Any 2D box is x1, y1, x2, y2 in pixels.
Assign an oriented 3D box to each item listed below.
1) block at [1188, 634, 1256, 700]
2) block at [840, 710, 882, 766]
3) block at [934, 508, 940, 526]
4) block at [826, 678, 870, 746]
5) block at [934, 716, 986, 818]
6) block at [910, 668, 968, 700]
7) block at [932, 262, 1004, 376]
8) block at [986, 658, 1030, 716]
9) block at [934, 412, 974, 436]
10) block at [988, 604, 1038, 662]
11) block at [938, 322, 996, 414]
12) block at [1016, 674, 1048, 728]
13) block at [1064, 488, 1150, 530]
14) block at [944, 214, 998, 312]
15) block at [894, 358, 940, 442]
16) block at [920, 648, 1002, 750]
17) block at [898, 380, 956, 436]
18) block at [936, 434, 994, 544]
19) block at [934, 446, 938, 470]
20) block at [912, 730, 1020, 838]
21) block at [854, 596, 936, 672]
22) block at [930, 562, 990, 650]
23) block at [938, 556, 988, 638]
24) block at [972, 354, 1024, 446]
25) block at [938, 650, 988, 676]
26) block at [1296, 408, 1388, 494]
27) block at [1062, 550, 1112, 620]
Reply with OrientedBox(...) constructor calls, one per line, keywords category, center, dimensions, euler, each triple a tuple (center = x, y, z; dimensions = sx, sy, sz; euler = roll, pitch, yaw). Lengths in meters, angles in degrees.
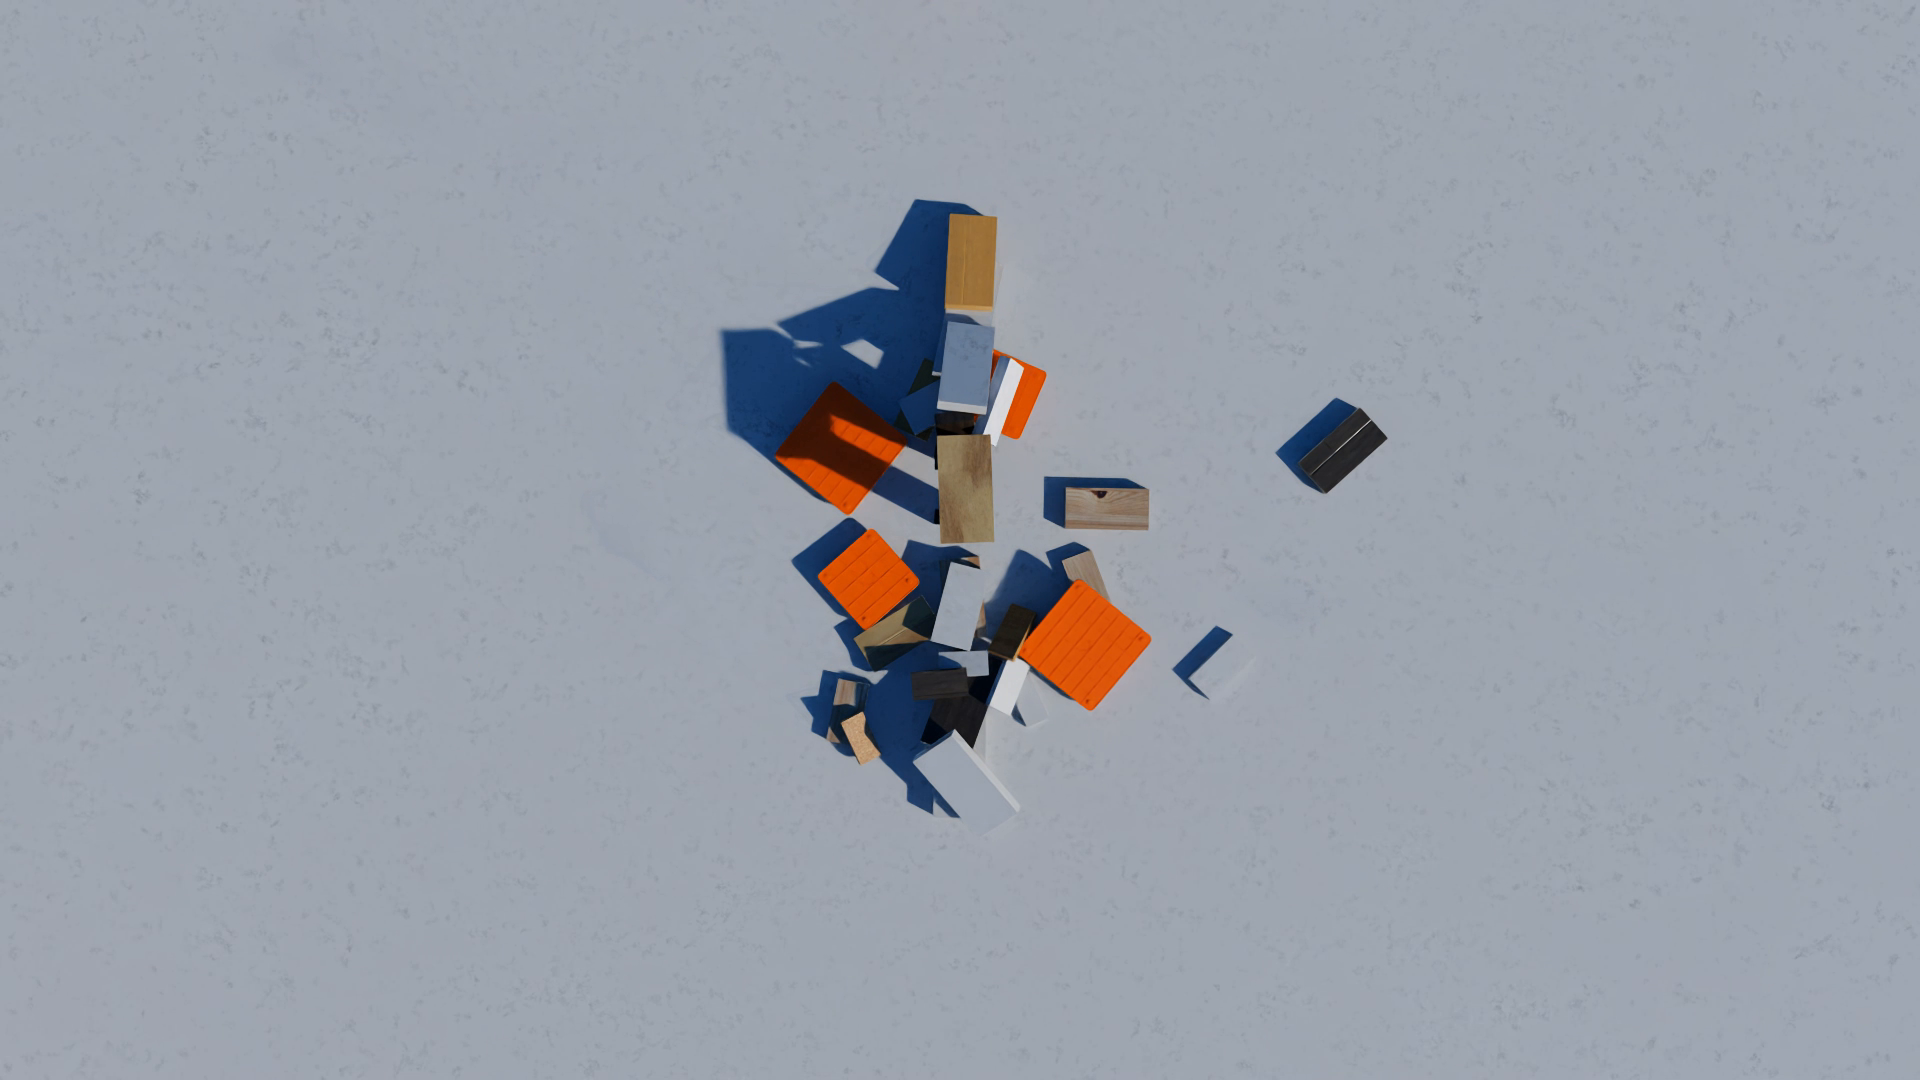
OrientedBox(category="block", center=(0.870, 0.423, 5.485), dimensions=(0.209, 0.030, 0.104), euler=(-45, 90, 0))
OrientedBox(category="block", center=(-0.329, 0.656, 5.461), dimensions=(0.081, 0.023, 0.162), euler=(-27, 103, -16))
OrientedBox(category="block", center=(0.003, -0.068, 5.333), dimensions=(0.167, 0.335, 0.047), euler=(4, 90, 0))
OrientedBox(category="block", center=(-0.373, 0.573, 5.485), dimensions=(0.104, 0.030, 0.209), euler=(11, 90, 0))
OrientedBox(category="block", center=(-0.001, 0.749, 5.476), dimensions=(0.170, 0.048, 0.340), euler=(1, 90, 0))
OrientedBox(category="block", center=(-0.066, 0.471, 5.397), dimensions=(0.183, 0.026, 0.091), euler=(-5, 98, 0))
OrientedBox(category="block", center=(0.028, -0.727, 5.435), dimensions=(0.157, 0.044, 0.413), euler=(12, 78, 0))
OrientedBox(category="block", center=(0.158, 0.476, 5.434), dimensions=(0.091, 0.026, 0.183), euler=(30, 76, -29))
OrientedBox(category="block", center=(-0.015, -0.367, 5.375), dimensions=(0.124, 0.248, 0.035), euler=(-8, 78, 0))
OrientedBox(category="block", center=(0.174, 0.305, 5.441), dimensions=(0.091, 0.026, 0.183), euler=(20, 68, 22))
OrientedBox(category="block", center=(0.021, -0.555, 5.307), dimensions=(0.157, 0.044, 0.314), euler=(7, 61, -1))
OrientedBox(category="block", center=(0.226, 0.533, 5.489), dimensions=(0.081, 0.023, 0.162), euler=(-24, 90, 0))
OrientedBox(category="block", center=(0.488, -0.103, 5.480), dimensions=(0.275, 0.039, 0.138), euler=(1, 90, 0))
OrientedBox(category="block", center=(0.036, -0.913, 5.429), dimensions=(0.157, 0.044, 0.314), euler=(3, 78, -2))
OrientedBox(category="block", center=(-0.113, -0.465, 5.482), dimensions=(0.124, 0.035, 0.248), euler=(25, 90, 0))
OrientedBox(category="block", center=(0.009, 0.533, 5.437), dimensions=(0.170, 0.048, 0.340), euler=(20, 79, 4))
OrientedBox(category="block", center=(-0.067, -0.458, 5.440), dimensions=(0.248, 0.035, 0.124), euler=(-27, 85, 1))
OrientedBox(category="block", center=(0.018, -0.158, 5.140), dimensions=(0.167, 0.047, 0.335), euler=(-2, 91, 0))
OrientedBox(category="block", center=(0.003, -0.270, 5.331), dimensions=(0.167, 0.335, 0.047), euler=(-1, 98, 0))
OrientedBox(category="block", center=(0.022, 0.796, 5.381), dimensions=(0.170, 0.048, 0.340), euler=(-36, 100, 22))
OrientedBox(category="block", center=(-0.203, 0.312, 5.481), dimensions=(0.268, 0.038, 0.134), euler=(-32, 90, 0))
OrientedBox(category="block", center=(0.001, 0.219, 5.436), dimensions=(0.134, 0.038, 0.268), euler=(15, 87, 0))
OrientedBox(category="block", center=(0.010, 0.194, 5.481), dimensions=(0.134, 0.038, 0.268), euler=(-6, 90, 0))
OrientedBox(category="block", center=(0.124, -0.453, 5.379), dimensions=(0.039, 0.138, 0.275), euler=(19, 89, 22))
OrientedBox(category="block", center=(0.012, 0.408, 5.427), dimensions=(0.162, 0.023, 0.081), euler=(-2, 78, -1))
OrientedBox(category="block", center=(1.270, -0.296, 5.480), dimensions=(0.275, 0.039, 0.138), euler=(-42, 90, 0))
OrientedBox(category="block", center=(0.424, 0.148, 5.485), dimensions=(0.104, 0.030, 0.209), euler=(-20, 90, 0))
